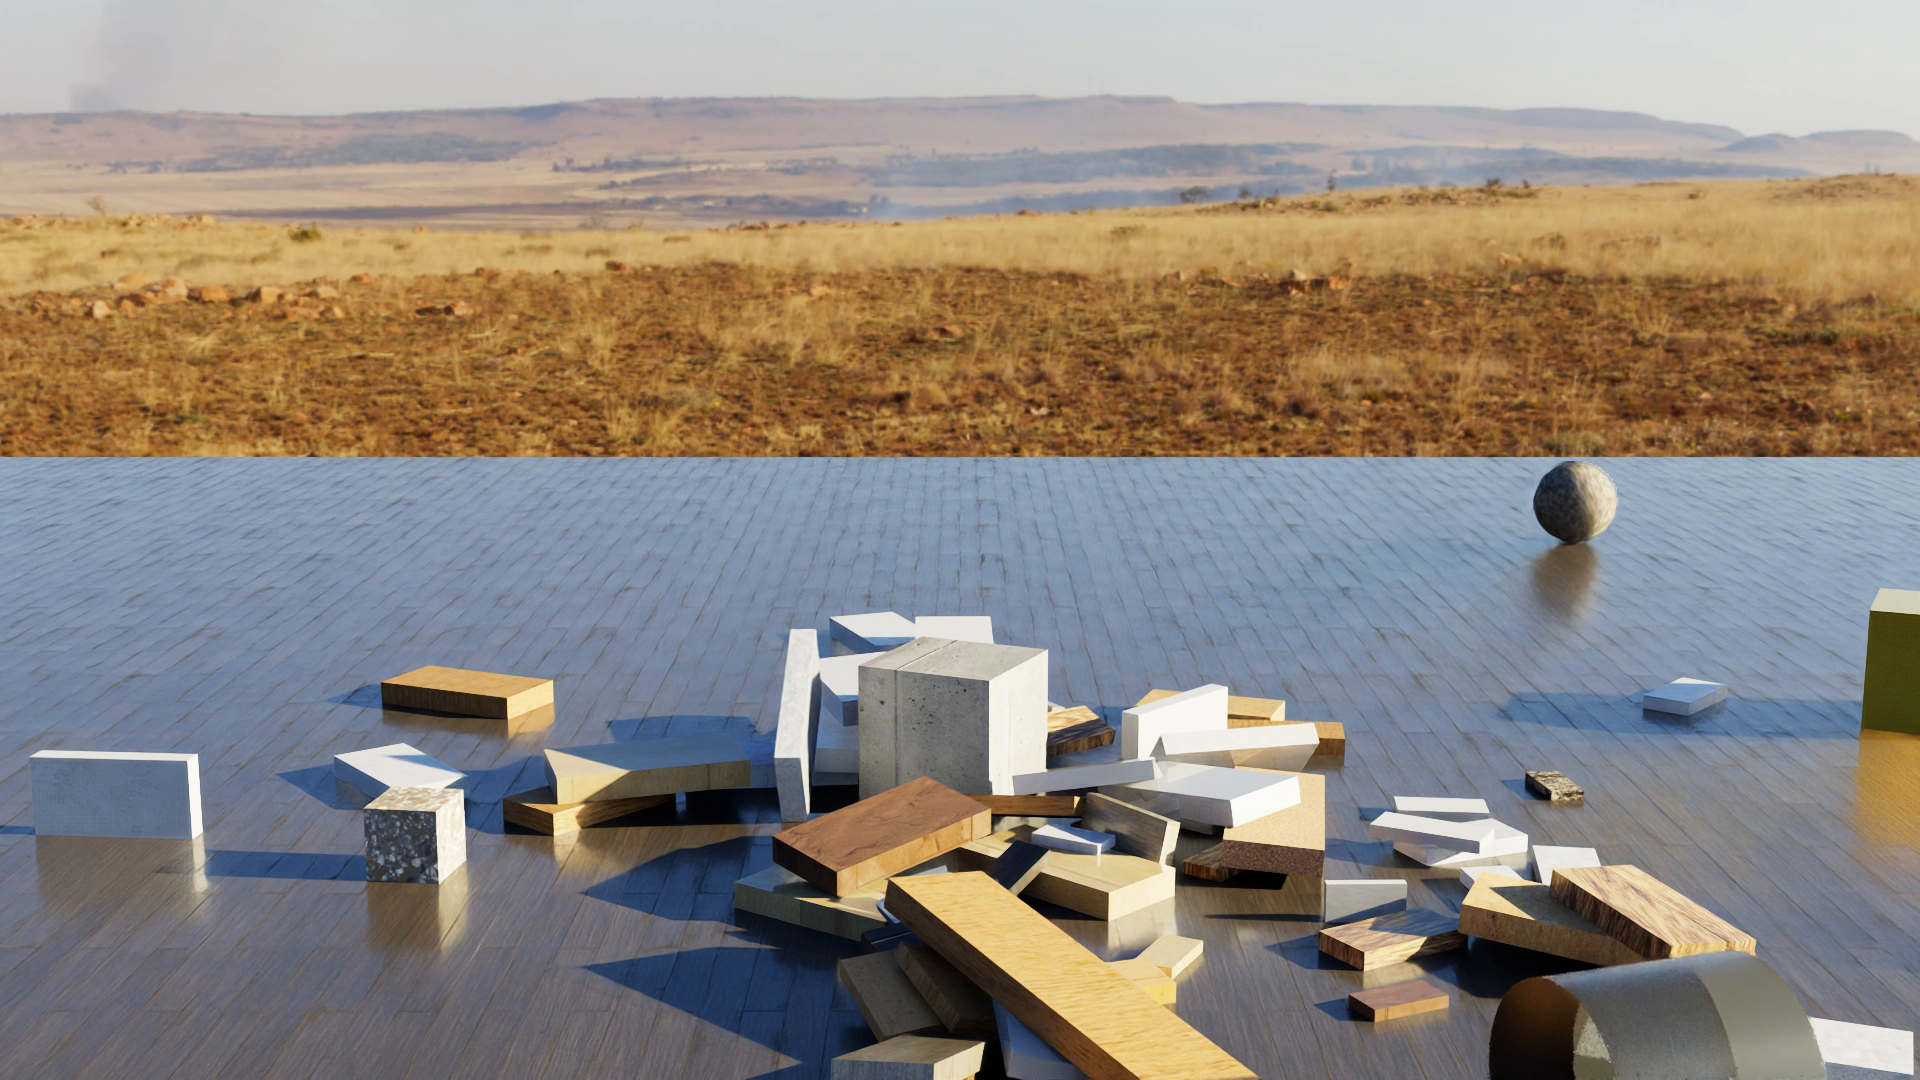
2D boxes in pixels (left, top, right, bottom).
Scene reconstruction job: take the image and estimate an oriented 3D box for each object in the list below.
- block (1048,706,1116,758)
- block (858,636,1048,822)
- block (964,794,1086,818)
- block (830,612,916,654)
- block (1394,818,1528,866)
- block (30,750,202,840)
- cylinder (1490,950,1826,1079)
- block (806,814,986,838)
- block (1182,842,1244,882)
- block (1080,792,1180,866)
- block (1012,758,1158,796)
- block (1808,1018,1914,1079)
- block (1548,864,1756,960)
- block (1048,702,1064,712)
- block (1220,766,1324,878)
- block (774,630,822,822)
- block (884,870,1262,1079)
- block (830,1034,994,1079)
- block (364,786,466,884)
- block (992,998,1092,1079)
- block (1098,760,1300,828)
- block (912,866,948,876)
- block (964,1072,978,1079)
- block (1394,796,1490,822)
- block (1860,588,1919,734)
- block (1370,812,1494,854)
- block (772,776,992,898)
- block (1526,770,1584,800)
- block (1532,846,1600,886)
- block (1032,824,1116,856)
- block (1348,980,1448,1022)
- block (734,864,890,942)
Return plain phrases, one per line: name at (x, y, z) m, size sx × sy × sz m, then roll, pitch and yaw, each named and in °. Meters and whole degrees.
block at (0.197, 0.384, 4.383) m, size 0.209 × 0.030 × 0.104 m, roll -8°, pitch 31°, yaw -36°
block at (-0.011, 0.355, 4.193) m, size 0.270 × 0.270 × 0.270 m, roll 5°, pitch 12°, yaw 25°
block at (0.117, 0.477, 3.936) m, size 0.236 × 0.033 × 0.118 m, roll -2°, pitch -10°, yaw 25°
block at (-0.186, 0.241, 5.418) m, size 0.170 × 0.048 × 0.339 m, roll -4°, pitch 11°, yaw -22°
block at (0.885, 0.534, 3.891) m, size 0.209 × 0.030 × 0.104 m, roll -4°, pitch 11°, yaw -22°
block at (-1.522, 0.460, 3.969) m, size 0.293 × 0.147 × 0.042 m, roll 1°, pitch 11°, yaw 5°
cylinder at (0.827, 0.644, 2.625) m, size 0.275 × 0.275 × 0.275 m, roll -4°, pitch 11°, yaw -19°
block at (-0.113, 0.505, 3.875) m, size 0.309 × 0.044 × 0.154 m, roll 0°, pitch -9°, yaw -2°
block at (0.463, 0.553, 3.811) m, size 0.076 × 0.022 × 0.170 m, roll 8°, pitch 13°, yaw 37°
block at (0.288, 0.512, 3.793) m, size 0.030 × 0.104 × 0.209 m, roll 10°, pitch 2°, yaw -38°
block at (0.226, 0.424, 3.953) m, size 0.251 × 0.036 × 0.126 m, roll -7°, pitch -4°, yaw 6°
block at (1.133, 0.694, 2.993) m, size 0.300 × 0.042 × 0.150 m, roll 4°, pitch 11°, yaw 23°
block at (1.049, 0.573, 3.350) m, size 0.150 × 0.042 × 0.300 m, roll 0°, pitch 13°, yaw -20°
block at (0.142, 0.343, 4.591) m, size 0.126 × 0.036 × 0.295 m, roll 21°, pitch -2°, yaw 8°
block at (0.565, 0.498, 3.939) m, size 0.169 × 0.048 × 0.520 m, roll 5°, pitch 9°, yaw 9°
block at (-0.302, 0.345, 4.123) m, size 0.048 × 0.170 × 0.339 m, roll 0°, pitch 40°, yaw 3°
block at (0.148, 0.627, 3.036) m, size 0.168 × 0.048 × 0.713 m, roll 1°, pitch 15°, yaw -34°
block at (-0.052, 0.659, 2.779) m, size 0.122 × 0.035 × 0.467 m, roll 0°, pitch -9°, yaw 10°
block at (-0.934, 0.505, 3.775) m, size 0.128 × 0.128 × 0.128 m, roll 1°, pitch 11°, yaw 8°
block at (0.116, 0.673, 3.013) m, size 0.122 × 0.035 × 0.244 m, roll 13°, pitch 12°, yaw -7°
block at (0.424, 0.452, 3.937) m, size 0.169 × 0.048 × 0.338 m, roll -13°, pitch 8°, yaw -38°
block at (-0.042, 0.580, 3.435) m, size 0.076 × 0.022 × 0.152 m, roll -17°, pitch 38°, yaw -1°
block at (-0.027, 0.701, 2.850) m, size 0.087 × 0.025 × 0.174 m, roll 1°, pitch -9°, yaw 5°
block at (0.892, 0.502, 4.078) m, size 0.166 × 0.023 × 0.083 m, roll 1°, pitch 11°, yaw 6°
block at (2.092, 0.264, 4.718) m, size 0.258 × 0.258 × 0.258 m, roll 5°, pitch 12°, yaw 26°
block at (0.827, 0.513, 3.856) m, size 0.196 × 0.023 × 0.083 m, roll 6°, pitch 12°, yaw 29°
block at (-0.128, 0.492, 3.673) m, size 0.336 × 0.048 × 0.168 m, roll -17°, pitch 26°, yaw -39°
block at (1.147, 0.474, 4.245) m, size 0.064 × 0.018 × 0.129 m, roll -1°, pitch 11°, yaw -8°
block at (1.023, 0.573, 3.681) m, size 0.104 × 0.030 × 0.284 m, roll 2°, pitch 11°, yaw 10°
block at (0.195, 0.513, 3.772) m, size 0.129 × 0.018 × 0.064 m, roll 6°, pitch 12°, yaw 31°
block at (0.637, 0.669, 3.194) m, size 0.130 × 0.018 × 0.065 m, roll -5°, pitch 12°, yaw -25°
block at (-0.197, 0.586, 3.570) m, size 0.314 × 0.044 × 0.154 m, roll 8°, pitch 13°, yaw 35°
